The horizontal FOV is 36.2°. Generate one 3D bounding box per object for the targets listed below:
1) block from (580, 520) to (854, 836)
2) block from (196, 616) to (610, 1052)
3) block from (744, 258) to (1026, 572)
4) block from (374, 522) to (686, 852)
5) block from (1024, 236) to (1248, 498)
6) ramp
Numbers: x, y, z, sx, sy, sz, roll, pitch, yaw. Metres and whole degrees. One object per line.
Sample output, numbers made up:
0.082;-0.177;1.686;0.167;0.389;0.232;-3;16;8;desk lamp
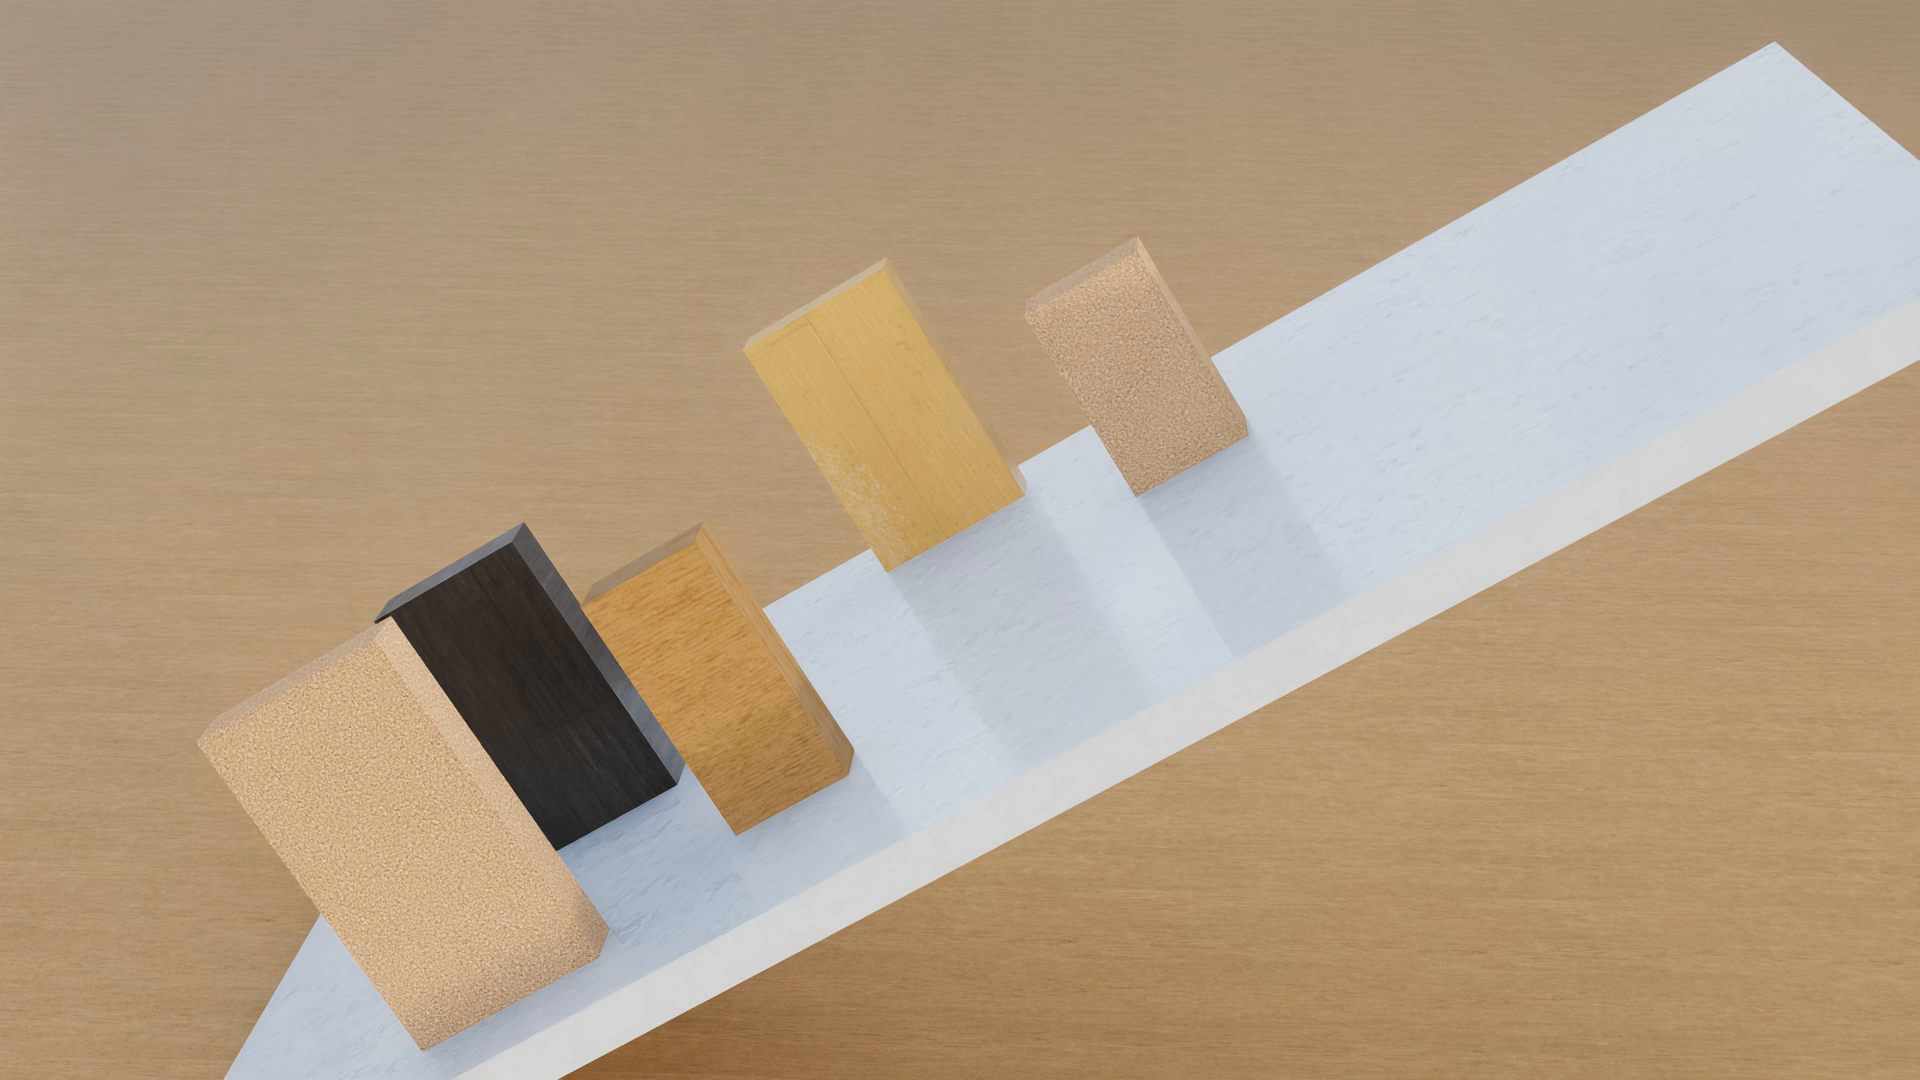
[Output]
-0.480;0.279;5.884;0.269;0.569;0.130;-29;15;13;block
-1.080;0.581;5.745;0.423;0.768;0.126;-29;15;13;block
-0.173;-0.292;6.961;0.386;0.639;0.109;-29;15;13;block
-0.942;0.335;6.481;0.364;0.654;0.135;-29;15;13;block
0.385;-0.377;6.409;0.280;0.476;0.141;-29;15;13;block
0.142;0.168;6.288;4.000;0.100;2.000;-29;15;13;ramp
